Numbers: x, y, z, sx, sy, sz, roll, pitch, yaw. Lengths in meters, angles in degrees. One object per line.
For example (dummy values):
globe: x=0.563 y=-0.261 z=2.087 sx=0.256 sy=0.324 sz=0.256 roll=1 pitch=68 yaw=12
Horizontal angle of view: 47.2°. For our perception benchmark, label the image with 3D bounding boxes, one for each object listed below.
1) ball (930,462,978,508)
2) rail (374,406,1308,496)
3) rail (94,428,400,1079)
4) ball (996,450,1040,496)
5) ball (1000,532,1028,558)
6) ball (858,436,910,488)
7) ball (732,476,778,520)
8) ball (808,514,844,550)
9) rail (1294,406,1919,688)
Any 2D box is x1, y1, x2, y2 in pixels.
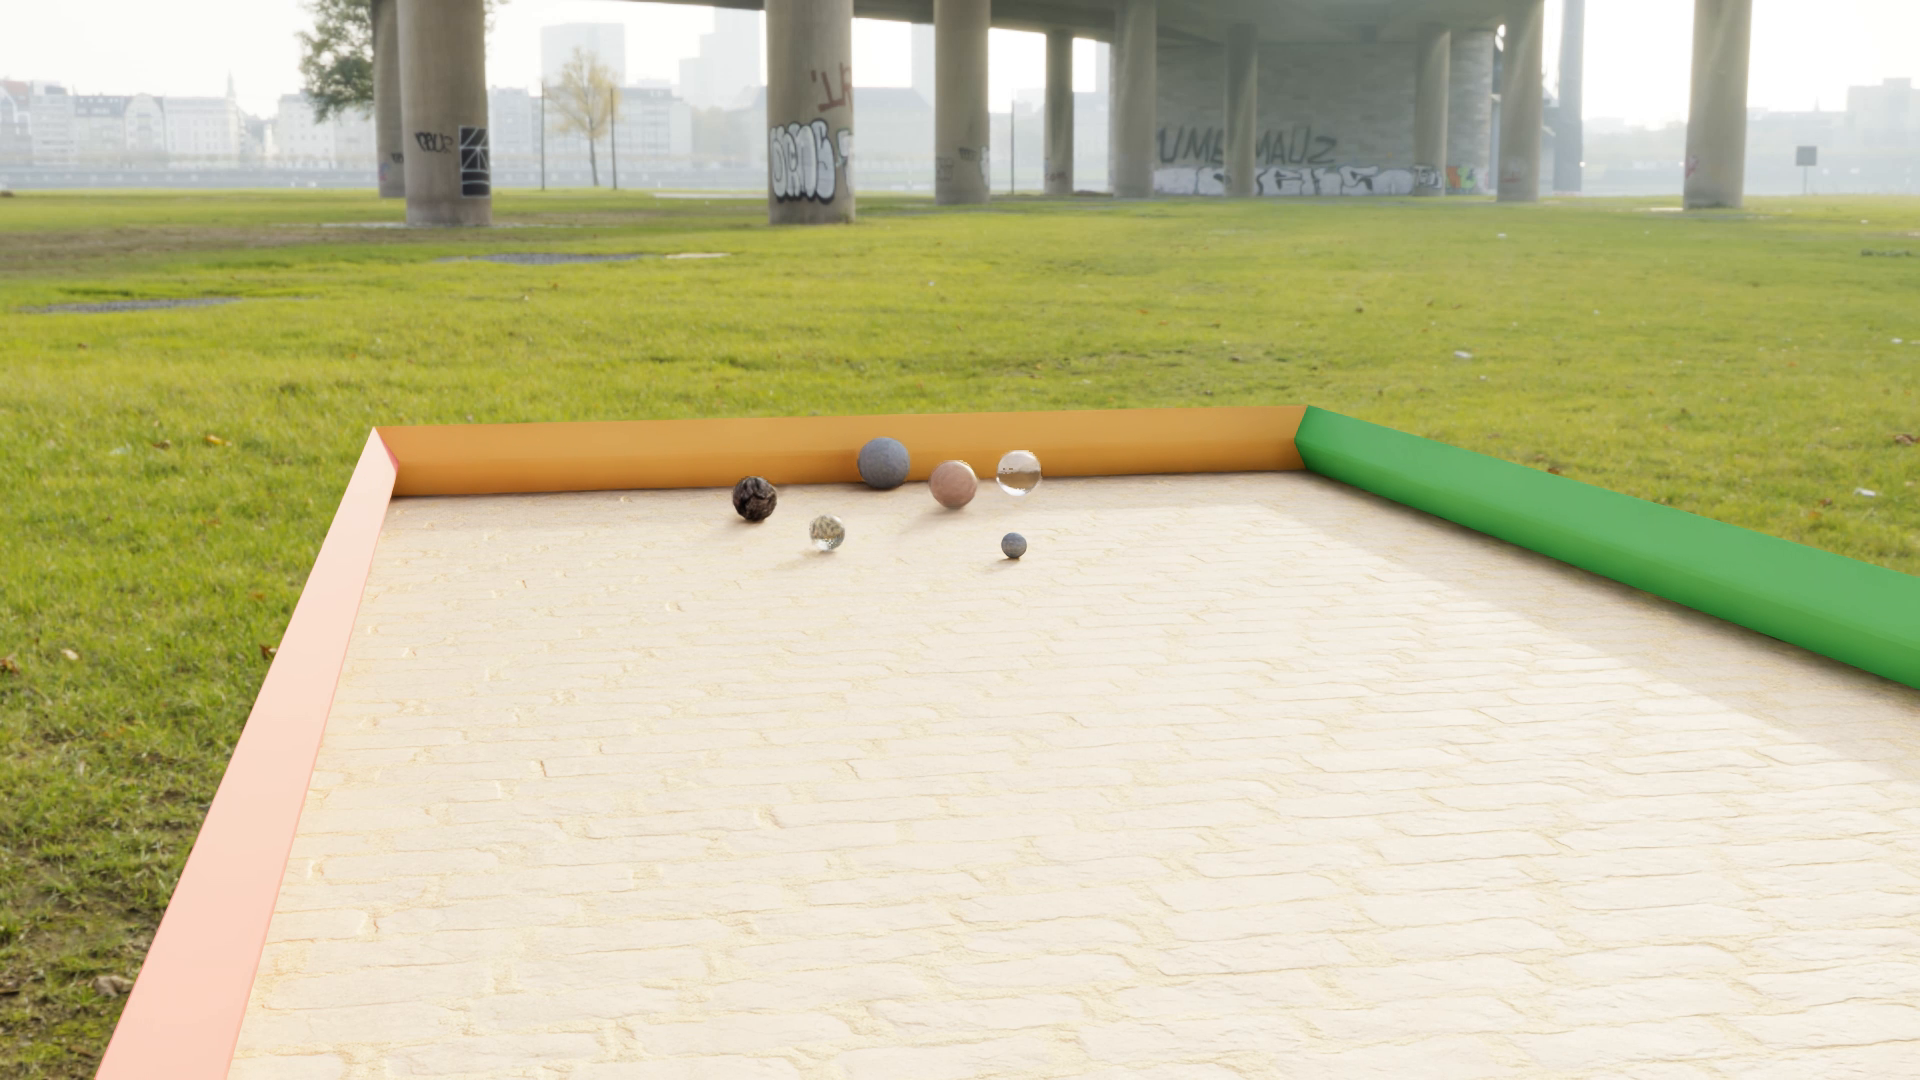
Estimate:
ball: x=-0.011 y=-0.096 z=3.820 sx=0.082 sy=0.082 sz=0.082 roll=0 pitch=10 yaw=0
rail: x=-0.180 y=-0.168 z=4.116 sx=1.778 sy=0.124 sz=0.045 roll=-2 pitch=10 yaw=-12
rail: x=-0.661 y=0.143 z=2.256 sx=0.045 sy=0.124 sz=3.535 roll=-2 pitch=10 yaw=-12
ball: x=0.105 y=-0.120 z=3.966 sx=0.081 sy=0.081 sz=0.081 roll=0 pitch=10 yaw=0
ball: x=0.082 y=0.008 z=3.327 sx=0.040 sy=0.040 sz=0.040 roll=0 pitch=10 yaw=0
ball: x=-0.141 y=-0.142 z=4.052 sx=0.096 sy=0.096 sz=0.096 roll=0 pitch=10 yaw=0
ball: x=-0.343 y=-0.069 z=3.681 sx=0.074 sy=0.074 sz=0.074 roll=0 pitch=10 yaw=0
ball: x=-0.206 y=-0.011 z=3.392 sx=0.056 sy=0.056 sz=0.056 roll=0 pitch=10 yaw=0
rail: x=1.031 y=0.083 z=2.614 sx=0.045 sy=0.124 sz=3.535 roll=-2 pitch=10 yaw=-12
